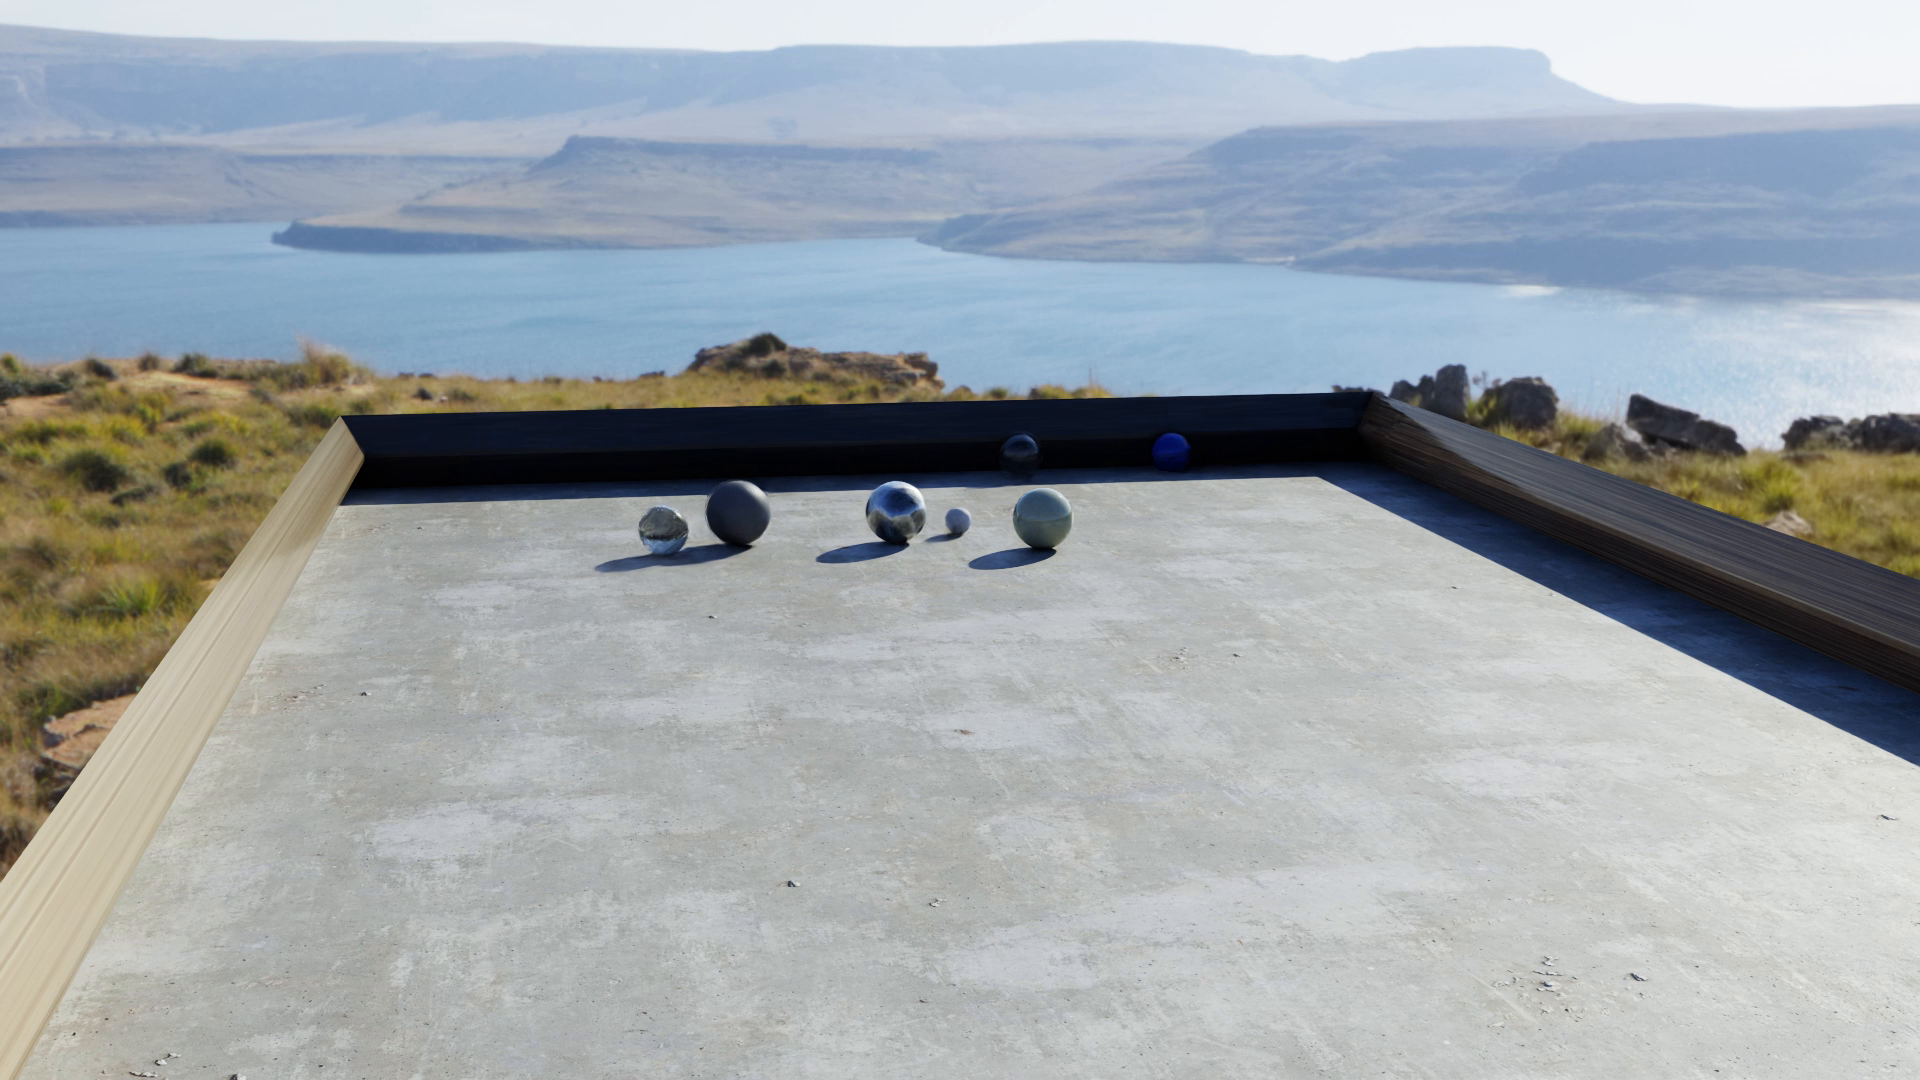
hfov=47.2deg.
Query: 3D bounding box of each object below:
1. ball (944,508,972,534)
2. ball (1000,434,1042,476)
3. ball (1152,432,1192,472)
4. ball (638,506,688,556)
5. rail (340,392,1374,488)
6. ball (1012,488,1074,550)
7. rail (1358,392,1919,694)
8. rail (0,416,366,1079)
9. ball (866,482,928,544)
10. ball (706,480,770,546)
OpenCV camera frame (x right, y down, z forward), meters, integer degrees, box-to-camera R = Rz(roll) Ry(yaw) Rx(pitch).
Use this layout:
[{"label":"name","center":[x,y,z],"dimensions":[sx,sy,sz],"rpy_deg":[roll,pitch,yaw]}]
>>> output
[{"label":"ball","center":[-0.003,-0.029,3.345],"dimensions":[0.040,0.040,0.040],"rpy_deg":[0,11,0]},{"label":"ball","center":[0.106,-0.149,3.867],"dimensions":[0.076,0.076,0.076],"rpy_deg":[0,11,0]},{"label":"ball","center":[0.378,-0.157,3.920],"dimensions":[0.070,0.070,0.070],"rpy_deg":[0,11,0]},{"label":"ball","center":[-0.429,-0.013,3.179],"dimensions":[0.072,0.072,0.072],"rpy_deg":[0,11,0]},{"label":"rail","center":[-0.142,-0.176,3.872],"dimensions":[1.842,0.124,0.045],"rpy_deg":[-2,11,-10]},{"label":"ball","center":[0.122,-0.031,3.225],"dimensions":[0.090,0.090,0.090],"rpy_deg":[0,11,0]},{"label":"rail","center":[1.029,0.103,2.443],"dimensions":[0.045,0.124,3.325],"rpy_deg":[-2,11,-10]},{"label":"rail","center":[-0.737,0.163,2.134],"dimensions":[0.045,0.124,3.325],"rpy_deg":[-2,11,-10]},{"label":"ball","center":[-0.095,-0.041,3.271],"dimensions":[0.092,0.092,0.092],"rpy_deg":[0,11,0]},{"label":"ball","center":[-0.328,-0.040,3.256],"dimensions":[0.096,0.096,0.096],"rpy_deg":[0,11,0]}]
